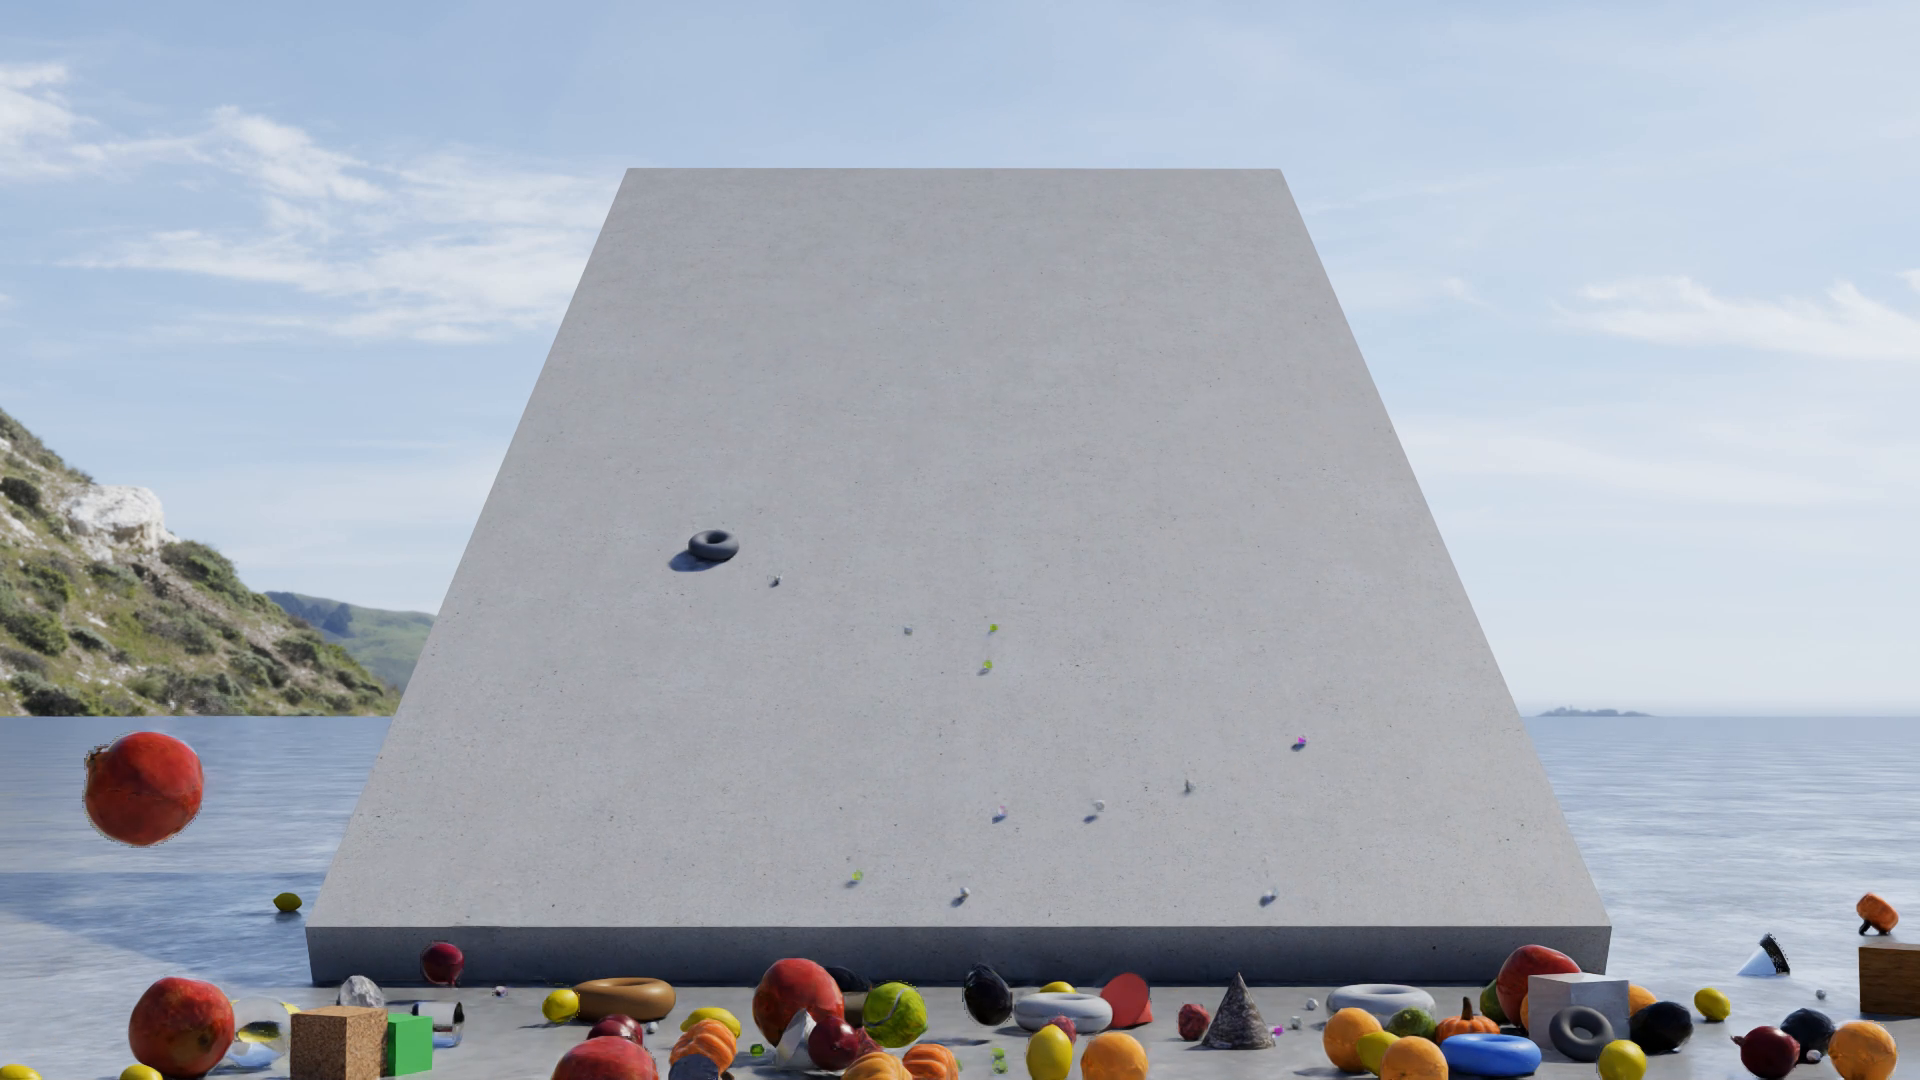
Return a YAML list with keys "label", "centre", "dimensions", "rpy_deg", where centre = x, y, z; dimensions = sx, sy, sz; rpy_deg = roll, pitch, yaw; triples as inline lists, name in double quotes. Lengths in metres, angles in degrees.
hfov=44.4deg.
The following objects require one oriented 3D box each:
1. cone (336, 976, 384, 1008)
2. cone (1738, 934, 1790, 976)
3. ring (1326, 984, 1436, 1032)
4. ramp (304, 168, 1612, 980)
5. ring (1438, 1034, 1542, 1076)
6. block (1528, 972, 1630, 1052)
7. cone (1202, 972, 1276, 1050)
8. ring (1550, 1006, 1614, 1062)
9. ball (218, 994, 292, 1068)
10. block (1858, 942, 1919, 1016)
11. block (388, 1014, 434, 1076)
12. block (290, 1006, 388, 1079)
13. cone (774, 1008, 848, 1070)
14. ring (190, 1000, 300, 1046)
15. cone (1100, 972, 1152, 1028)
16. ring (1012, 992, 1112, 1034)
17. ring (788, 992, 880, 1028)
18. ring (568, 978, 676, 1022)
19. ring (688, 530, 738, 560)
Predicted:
- label: "cone"
  centre: [-0.819, 0.629, 3.139]
  dimensions: [0.071, 0.071, 0.071]
  rpy_deg: [-34, -22, 29]
- label: "cone"
  centre: [1.257, 0.670, 3.709]
  dimensions: [0.072, 0.072, 0.072]
  rpy_deg: [-27, -5, 2]
- label: "ring"
  centre: [0.557, 0.619, 3.112]
  dimensions: [0.145, 0.048, 0.145]
  rpy_deg: [-1, -3, 0]
- label: "ramp"
  centre: [-0.009, -0.229, 5.420]
  dimensions: [2.000, 0.100, 4.000]
  rpy_deg: [0, 26, 0]
- label: "ring"
  centre: [0.613, 0.596, 2.720]
  dimensions: [0.116, 0.039, 0.116]
  rpy_deg: [1, -5, 0]
- label: "block"
  centre: [0.765, 0.585, 2.907]
  dimensions: [0.086, 0.086, 0.086]
  rpy_deg: [2, -4, -22]
- label: "cone"
  centre: [0.347, 0.584, 2.937]
  dimensions: [0.093, 0.093, 0.093]
  rpy_deg: [0, -4, 0]
- label: "ring"
  centre: [0.745, 0.592, 2.820]
  dimensions: [0.077, 0.026, 0.077]
  rpy_deg: [1, 40, -1]
- label: "ball"
  centre: [-0.822, 0.574, 2.748]
  dimensions: [0.084, 0.084, 0.084]
  rpy_deg: [0, -4, 0]
- label: "block"
  centre: [1.308, 0.609, 3.261]
  dimensions: [0.090, 0.090, 0.090]
  rpy_deg: [-3, -5, 38]
- label: "block"
  centre: [-0.655, 0.585, 2.724]
  dimensions: [0.061, 0.061, 0.061]
  rpy_deg: [-2, -5, 30]
- label: "block"
  centre: [-0.704, 0.573, 2.666]
  dimensions: [0.076, 0.076, 0.076]
  rpy_deg: [-2, -4, 22]
- label: "cone"
  centre: [-0.164, 0.598, 2.739]
  dimensions: [0.078, 0.078, 0.078]
  rpy_deg: [29, -12, -14]
- label: "ring"
  centre: [-0.899, 0.610, 2.967]
  dimensions: [0.138, 0.046, 0.138]
  rpy_deg: [1, -4, 0]
- label: "cone"
  centre: [0.237, 0.627, 3.133]
  dimensions: [0.077, 0.077, 0.077]
  rpy_deg: [-3, -32, 38]
- label: "ring"
  centre: [0.134, 0.619, 3.073]
  dimensions: [0.131, 0.044, 0.131]
  rpy_deg: [1, -5, 0]
- label: "ring"
  centre: [-0.168, 0.623, 3.122]
  dimensions: [0.121, 0.040, 0.121]
  rpy_deg: [-3, -7, 0]
- label: "ring"
  centre: [-0.460, 0.625, 3.194]
  dimensions: [0.146, 0.049, 0.146]
  rpy_deg: [-1, -4, 0]
- label: "ring"
  centre: [-0.500, 0.010, 4.764]
  dimensions: [0.103, 0.034, 0.103]
  rpy_deg: [1, 25, 0]
